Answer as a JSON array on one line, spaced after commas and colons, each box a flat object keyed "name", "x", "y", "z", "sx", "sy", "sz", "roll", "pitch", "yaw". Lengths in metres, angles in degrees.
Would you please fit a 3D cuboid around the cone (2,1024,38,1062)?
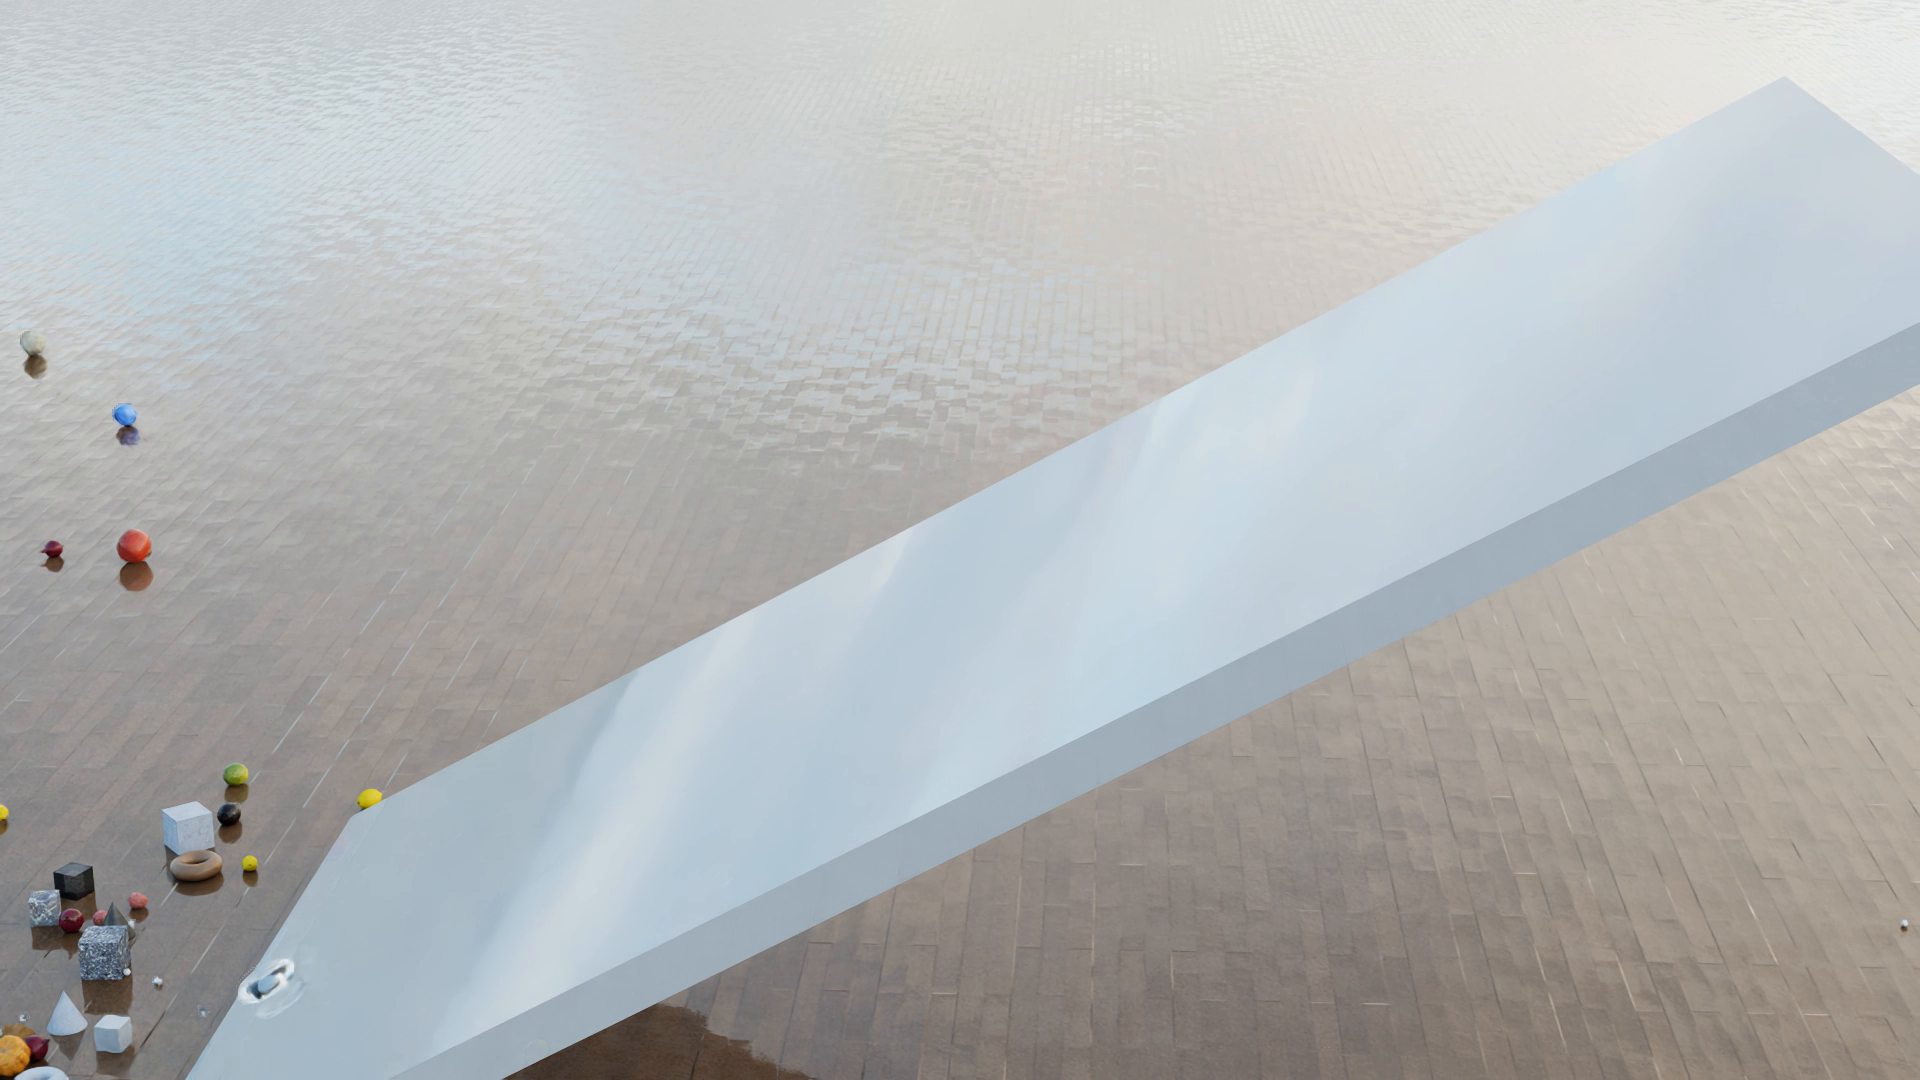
[{"name": "cone", "x": -2.104, "y": 1.132, "z": 6.544, "sx": 0.079, "sy": 0.079, "sz": 0.079, "roll": 1, "pitch": 45, "yaw": 4}]

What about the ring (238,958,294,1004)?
[{"name": "ring", "x": -1.542, "y": 0.980, "z": 6.539, "sx": 0.137, "sy": 0.046, "sz": 0.137, "roll": -27, "pitch": 15, "yaw": 8}]

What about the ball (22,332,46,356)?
[{"name": "ball", "x": -3.948, "y": -0.837, "z": 12.535, "sx": 0.100, "sy": 0.100, "sz": 0.100, "roll": 0, "pitch": 18, "yaw": 0}]

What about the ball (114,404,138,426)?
[{"name": "ball", "x": -3.254, "y": -0.487, "z": 11.474, "sx": 0.085, "sy": 0.085, "sz": 0.085, "roll": 0, "pitch": 18, "yaw": 0}]

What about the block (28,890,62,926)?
[{"name": "block", "x": -2.242, "y": 0.902, "z": 7.207, "sx": 0.065, "sy": 0.065, "sz": 0.065, "roll": -3, "pitch": 18, "yaw": -9}]

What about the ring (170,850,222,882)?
[{"name": "ring", "x": -1.940, "y": 0.828, "z": 7.474, "sx": 0.131, "sy": 0.044, "sz": 0.131, "roll": -1, "pitch": 18, "yaw": 0}]

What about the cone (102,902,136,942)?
[{"name": "cone", "x": -2.047, "y": 0.917, "z": 7.116, "sx": 0.093, "sy": 0.093, "sz": 0.093, "roll": 0, "pitch": 18, "yaw": 0}]

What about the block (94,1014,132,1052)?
[{"name": "block", "x": -1.897, "y": 1.106, "z": 6.587, "sx": 0.059, "sy": 0.059, "sz": 0.059, "roll": 4, "pitch": 18, "yaw": 11}]

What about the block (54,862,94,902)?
[{"name": "block", "x": -2.215, "y": 0.854, "z": 7.355, "sx": 0.067, "sy": 0.067, "sz": 0.067, "roll": 8, "pitch": 20, "yaw": 23}]

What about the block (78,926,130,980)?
[{"name": "block", "x": -2.019, "y": 0.973, "z": 6.941, "sx": 0.094, "sy": 0.094, "sz": 0.094, "roll": -1, "pitch": 18, "yaw": -2}]

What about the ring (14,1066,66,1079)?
[{"name": "ring", "x": -2.000, "y": 1.181, "z": 6.388, "sx": 0.116, "sy": 0.039, "sz": 0.116, "roll": -1, "pitch": 17, "yaw": 0}]

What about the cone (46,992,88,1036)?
[{"name": "cone", "x": -2.030, "y": 1.063, "z": 6.672, "sx": 0.090, "sy": 0.090, "sz": 0.090, "roll": 0, "pitch": 18, "yaw": 0}]

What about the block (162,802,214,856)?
[{"name": "block", "x": -2.003, "y": 0.748, "z": 7.633, "sx": 0.096, "sy": 0.096, "sz": 0.096, "roll": -13, "pitch": 22, "yaw": -35}]

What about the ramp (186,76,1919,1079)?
[{"name": "ramp", "x": 0.142, "y": 0.167, "z": 6.282, "sx": 4.000, "sy": 0.100, "sz": 2.000, "roll": -27, "pitch": 14, "yaw": 11}]
